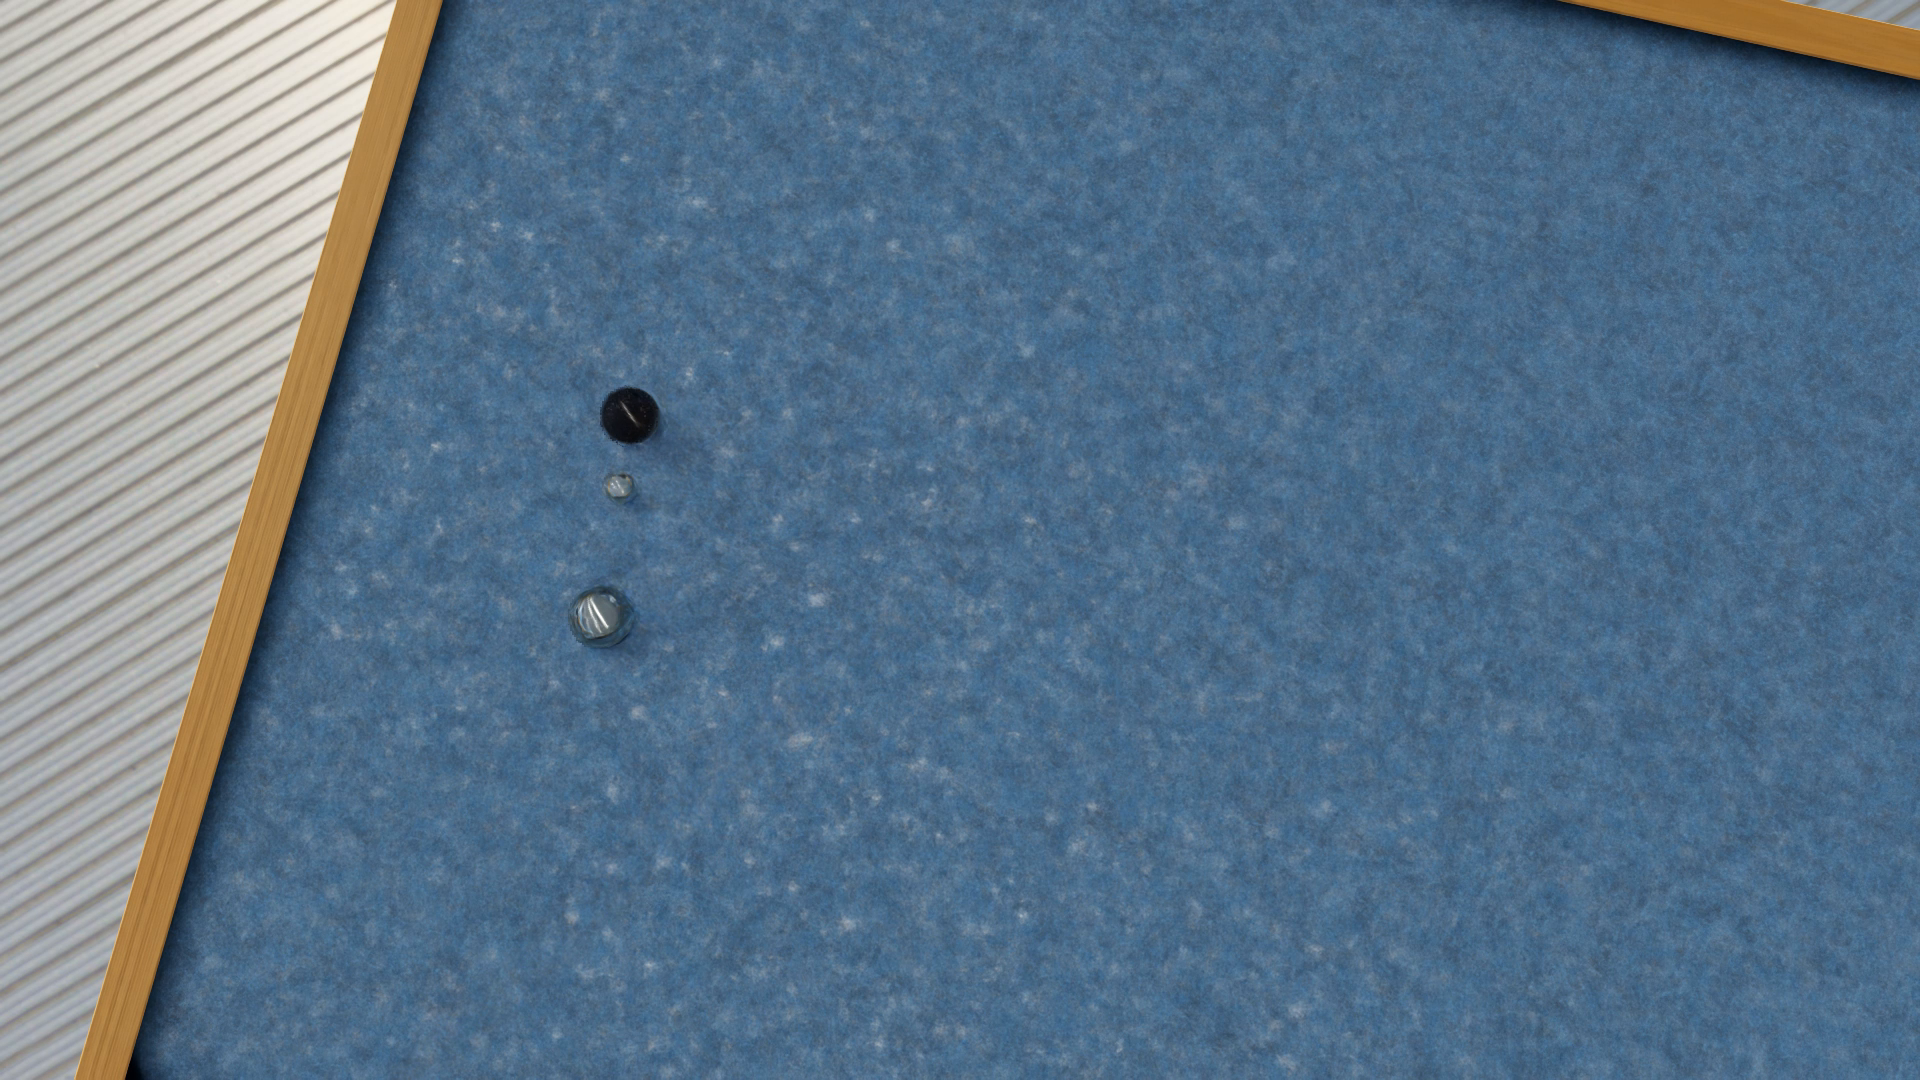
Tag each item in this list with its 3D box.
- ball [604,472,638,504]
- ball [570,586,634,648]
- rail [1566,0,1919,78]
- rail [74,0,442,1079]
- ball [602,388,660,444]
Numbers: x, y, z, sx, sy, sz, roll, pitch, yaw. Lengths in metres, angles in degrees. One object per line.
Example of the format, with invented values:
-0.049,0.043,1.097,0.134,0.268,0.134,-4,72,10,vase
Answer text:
-0.511,-0.079,3.310,0.049,0.049,0.049,0,80,0,ball
-0.530,0.113,3.254,0.092,0.092,0.092,0,80,0,ball
1.236,-0.788,3.396,4.080,0.129,0.045,13,80,2,rail
-0.970,-0.231,3.296,0.045,0.129,2.162,13,80,2,rail
-0.496,-0.187,3.310,0.087,0.087,0.087,0,80,0,ball
